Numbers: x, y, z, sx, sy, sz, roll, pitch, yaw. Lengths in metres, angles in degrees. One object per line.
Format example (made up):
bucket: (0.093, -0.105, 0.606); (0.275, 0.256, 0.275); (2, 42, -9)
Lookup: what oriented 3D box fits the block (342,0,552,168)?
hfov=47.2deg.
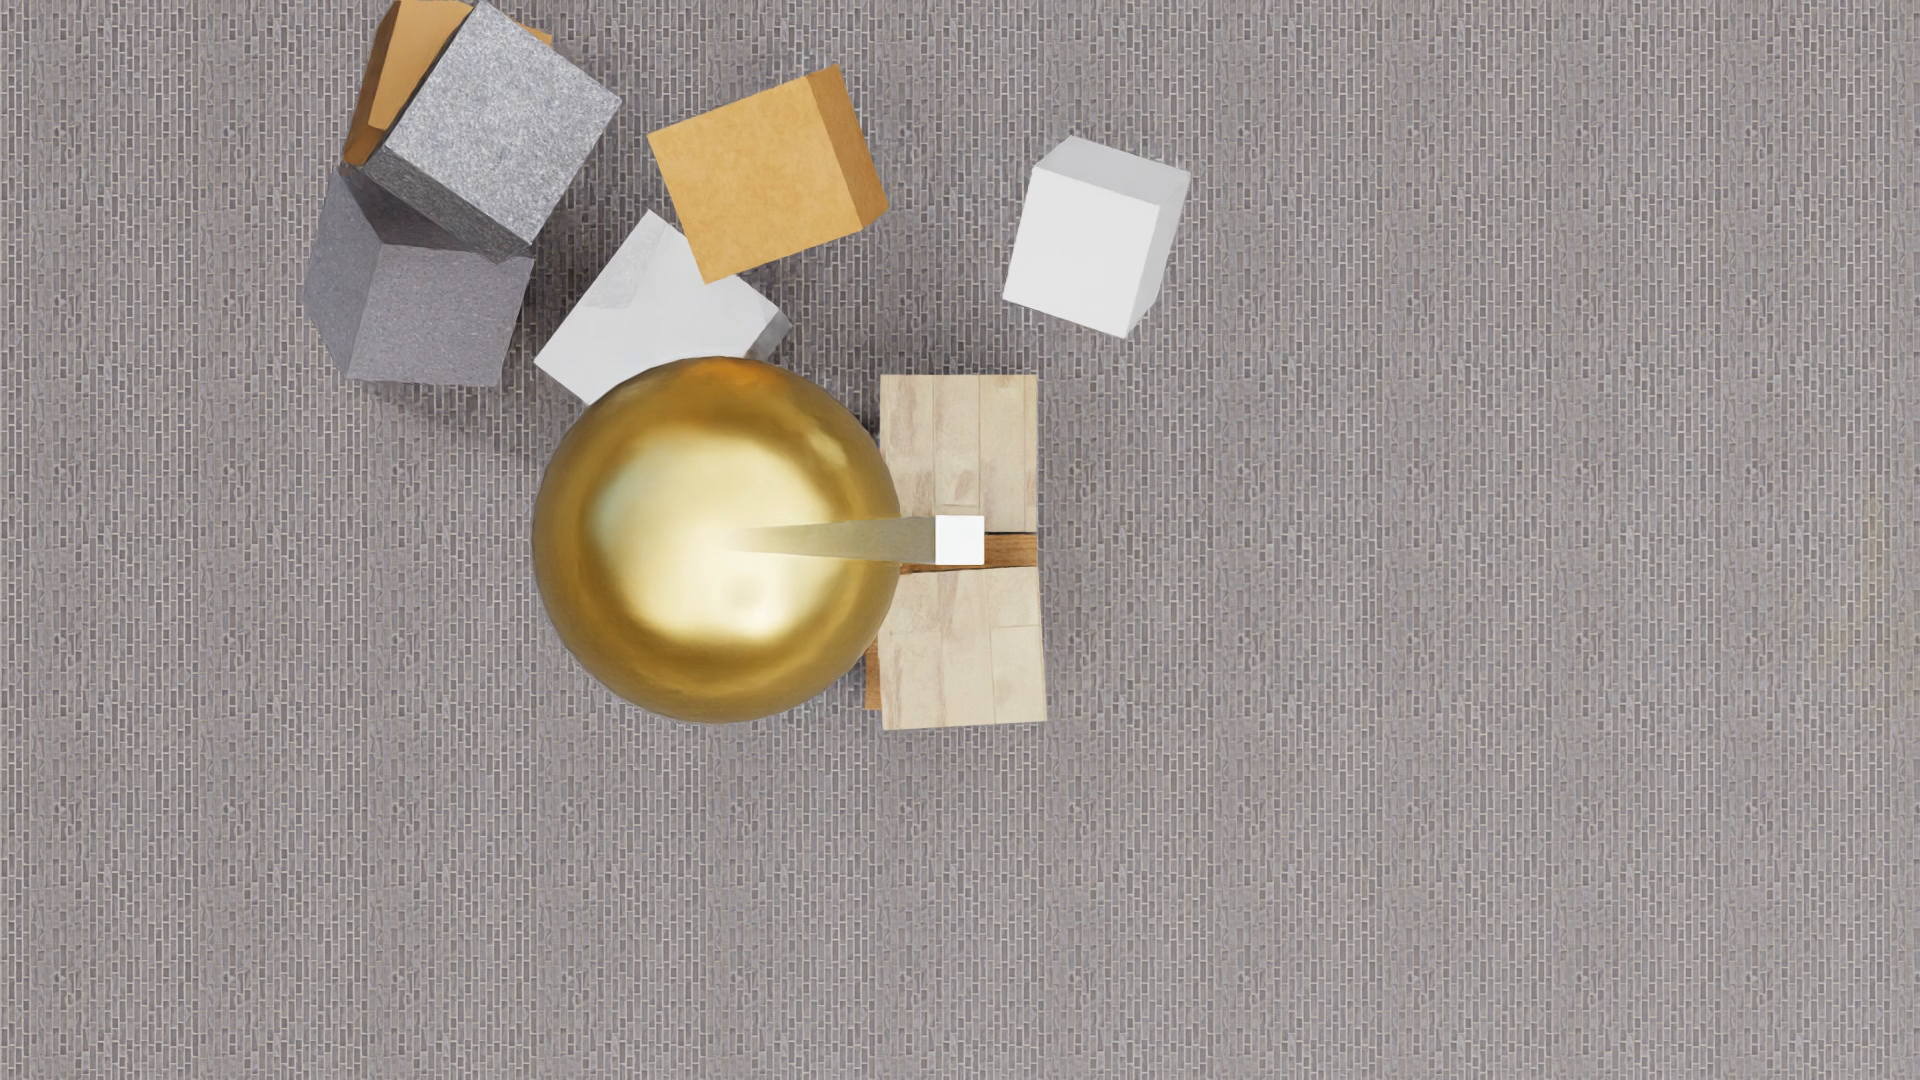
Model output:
block: (-2.701, -2.317, 11.553); (0.773, 0.773, 0.776); (17, 79, -23)

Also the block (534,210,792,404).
block: (-1.665, -1.122, 12.530); (0.900, 0.936, 1.054); (37, 90, 0)

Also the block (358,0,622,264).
block: (-2.322, -1.995, 10.861); (0.816, 0.706, 0.868); (34, 75, -20)

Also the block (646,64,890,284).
block: (-0.878, -1.715, 10.268); (0.790, 0.686, 0.723); (-17, 103, 13)

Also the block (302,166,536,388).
block: (-3.030, -1.457, 12.260); (0.874, 0.856, 0.837); (1, 125, -36)

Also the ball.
ball: (-1.044, 0.000, 9.522); (1.600, 1.600, 1.600); (0, 90, 0)

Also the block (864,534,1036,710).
block: (-0.049, 0.443, 12.436); (0.929, 1.129, 0.942); (0, 90, 0)

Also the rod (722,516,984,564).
rod: (-0.452, 0.000, 6.174); (0.080, 5.200, 0.080); (0, 90, -10)

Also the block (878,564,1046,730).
block: (0.003, 0.546, 11.479); (0.828, 0.784, 0.780); (-3, 90, 0)

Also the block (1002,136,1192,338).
block: (0.598, -1.330, 9.596); (0.566, 0.577, 0.609); (20, 118, 11)

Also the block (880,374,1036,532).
block: (-0.007, -0.476, 12.548); (0.857, 0.905, 0.865); (0, 90, 0)
